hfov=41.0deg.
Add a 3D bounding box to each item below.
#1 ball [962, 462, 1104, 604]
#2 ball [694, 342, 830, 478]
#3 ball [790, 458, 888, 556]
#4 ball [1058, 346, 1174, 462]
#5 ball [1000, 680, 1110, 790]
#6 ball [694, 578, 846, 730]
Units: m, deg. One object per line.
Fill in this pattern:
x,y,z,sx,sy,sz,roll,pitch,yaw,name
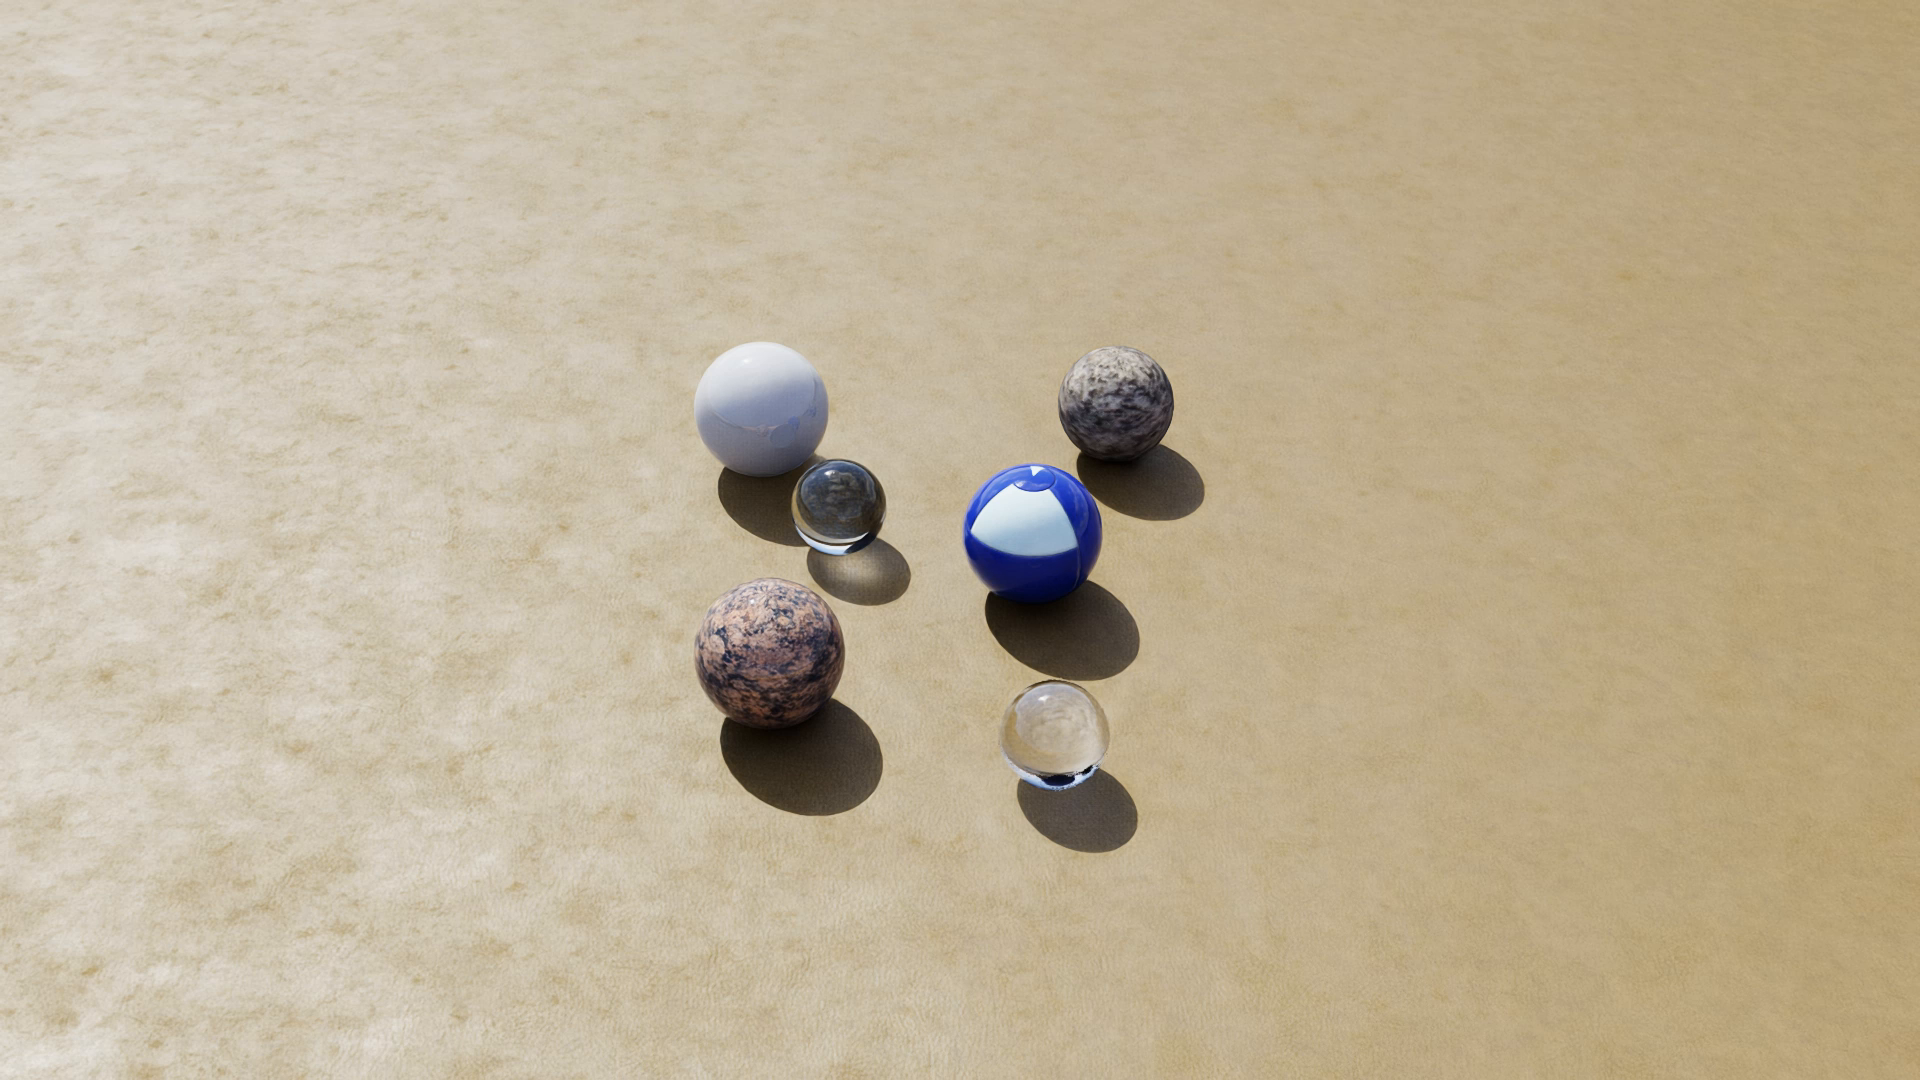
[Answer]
0.044,-0.004,1.548,0.086,0.086,0.086,0,36,0,ball
-0.128,-0.084,1.656,0.088,0.088,0.088,0,36,0,ball
-0.075,-0.021,1.593,0.060,0.060,0.060,0,36,0,ball
0.102,-0.089,1.672,0.076,0.076,0.076,0,36,0,ball
0.052,0.108,1.418,0.061,0.061,0.061,0,36,0,ball
-0.108,0.064,1.456,0.086,0.086,0.086,0,36,0,ball
